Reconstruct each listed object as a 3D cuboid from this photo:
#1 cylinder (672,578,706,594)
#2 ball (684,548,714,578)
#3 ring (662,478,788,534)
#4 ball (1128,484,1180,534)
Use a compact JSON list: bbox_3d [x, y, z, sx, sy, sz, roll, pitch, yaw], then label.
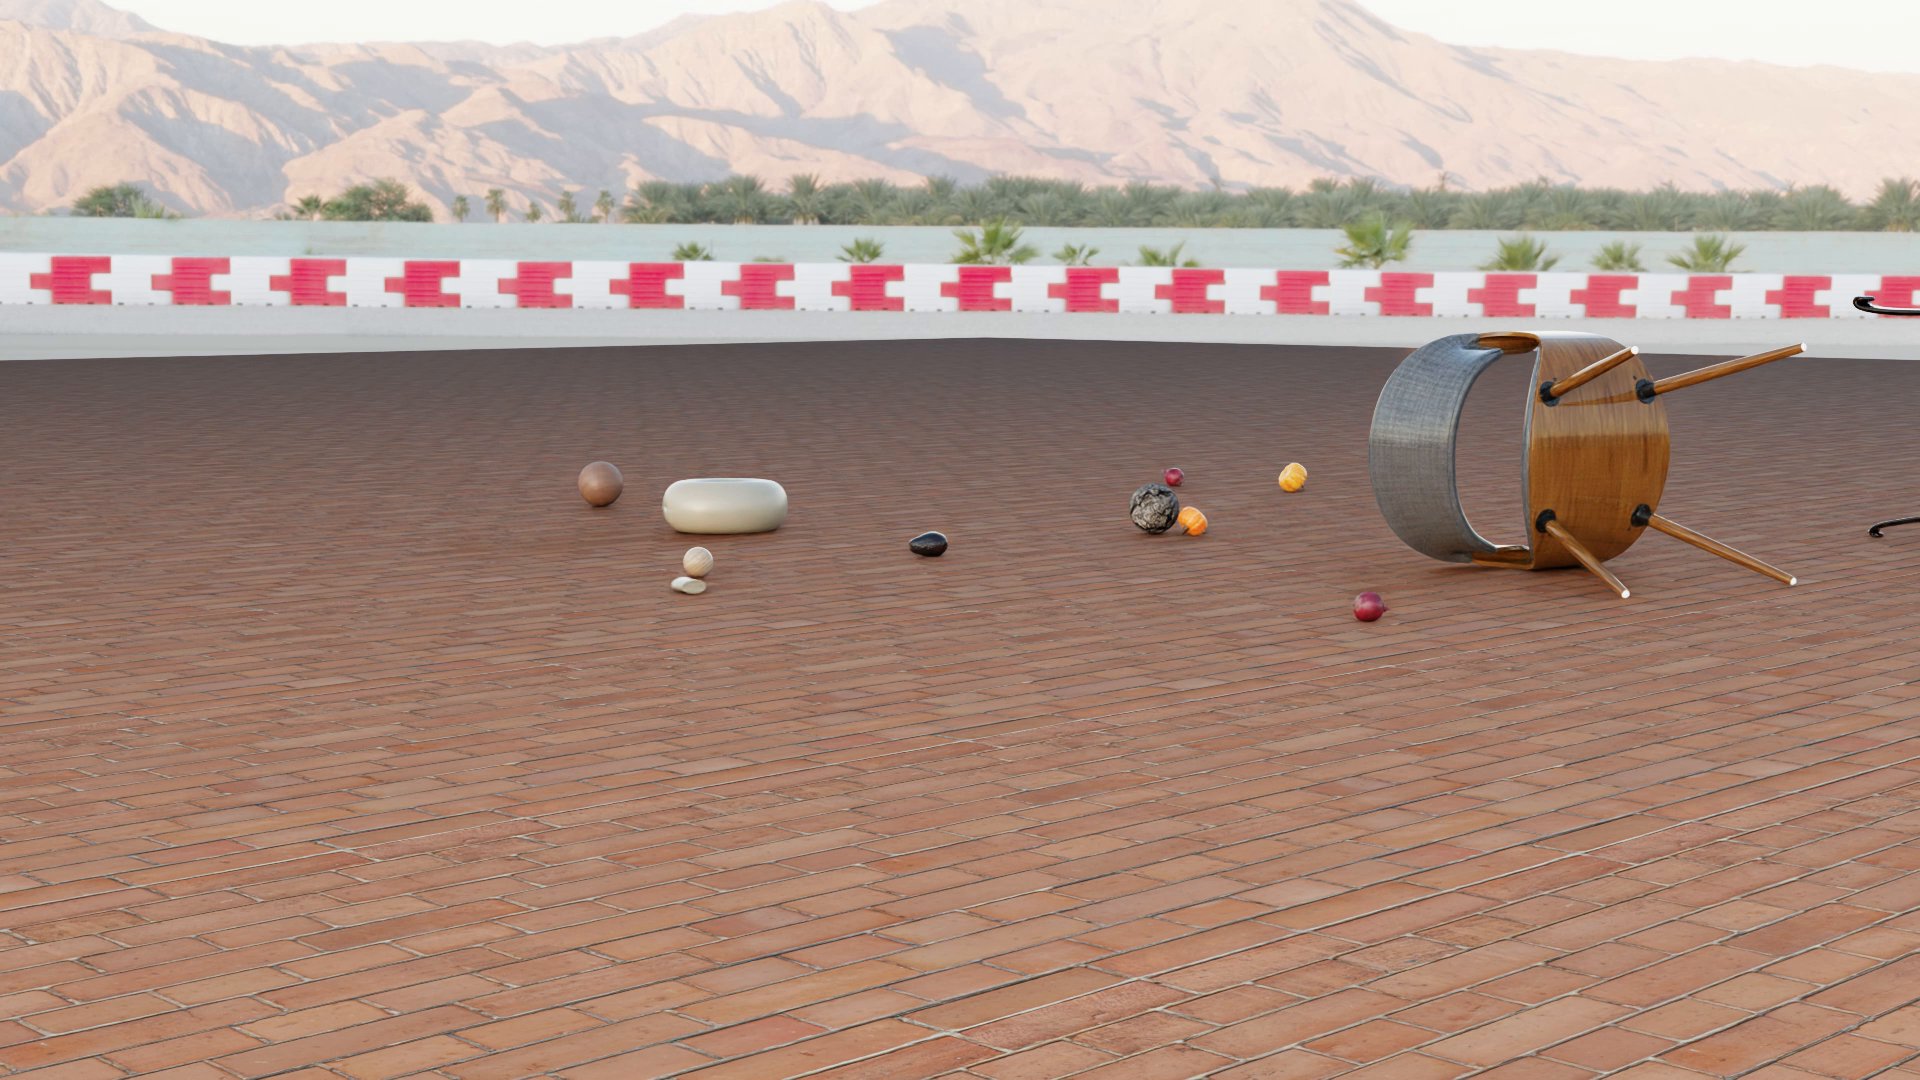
[{"bbox_3d":[-0.565,0.095,5.347,0.055,0.030,0.056,-5,8,-30],"label":"cylinder"},{"bbox_3d":[-0.573,0.049,5.615,0.066,0.066,0.066,0,6,0],"label":"ball"},{"bbox_3d":[-0.606,-0.088,6.634,0.330,0.133,0.262,-1,4,-22],"label":"ring"},{"bbox_3d":[0.497,-0.081,6.564,0.129,0.129,0.129,0,6,0],"label":"ball"}]
